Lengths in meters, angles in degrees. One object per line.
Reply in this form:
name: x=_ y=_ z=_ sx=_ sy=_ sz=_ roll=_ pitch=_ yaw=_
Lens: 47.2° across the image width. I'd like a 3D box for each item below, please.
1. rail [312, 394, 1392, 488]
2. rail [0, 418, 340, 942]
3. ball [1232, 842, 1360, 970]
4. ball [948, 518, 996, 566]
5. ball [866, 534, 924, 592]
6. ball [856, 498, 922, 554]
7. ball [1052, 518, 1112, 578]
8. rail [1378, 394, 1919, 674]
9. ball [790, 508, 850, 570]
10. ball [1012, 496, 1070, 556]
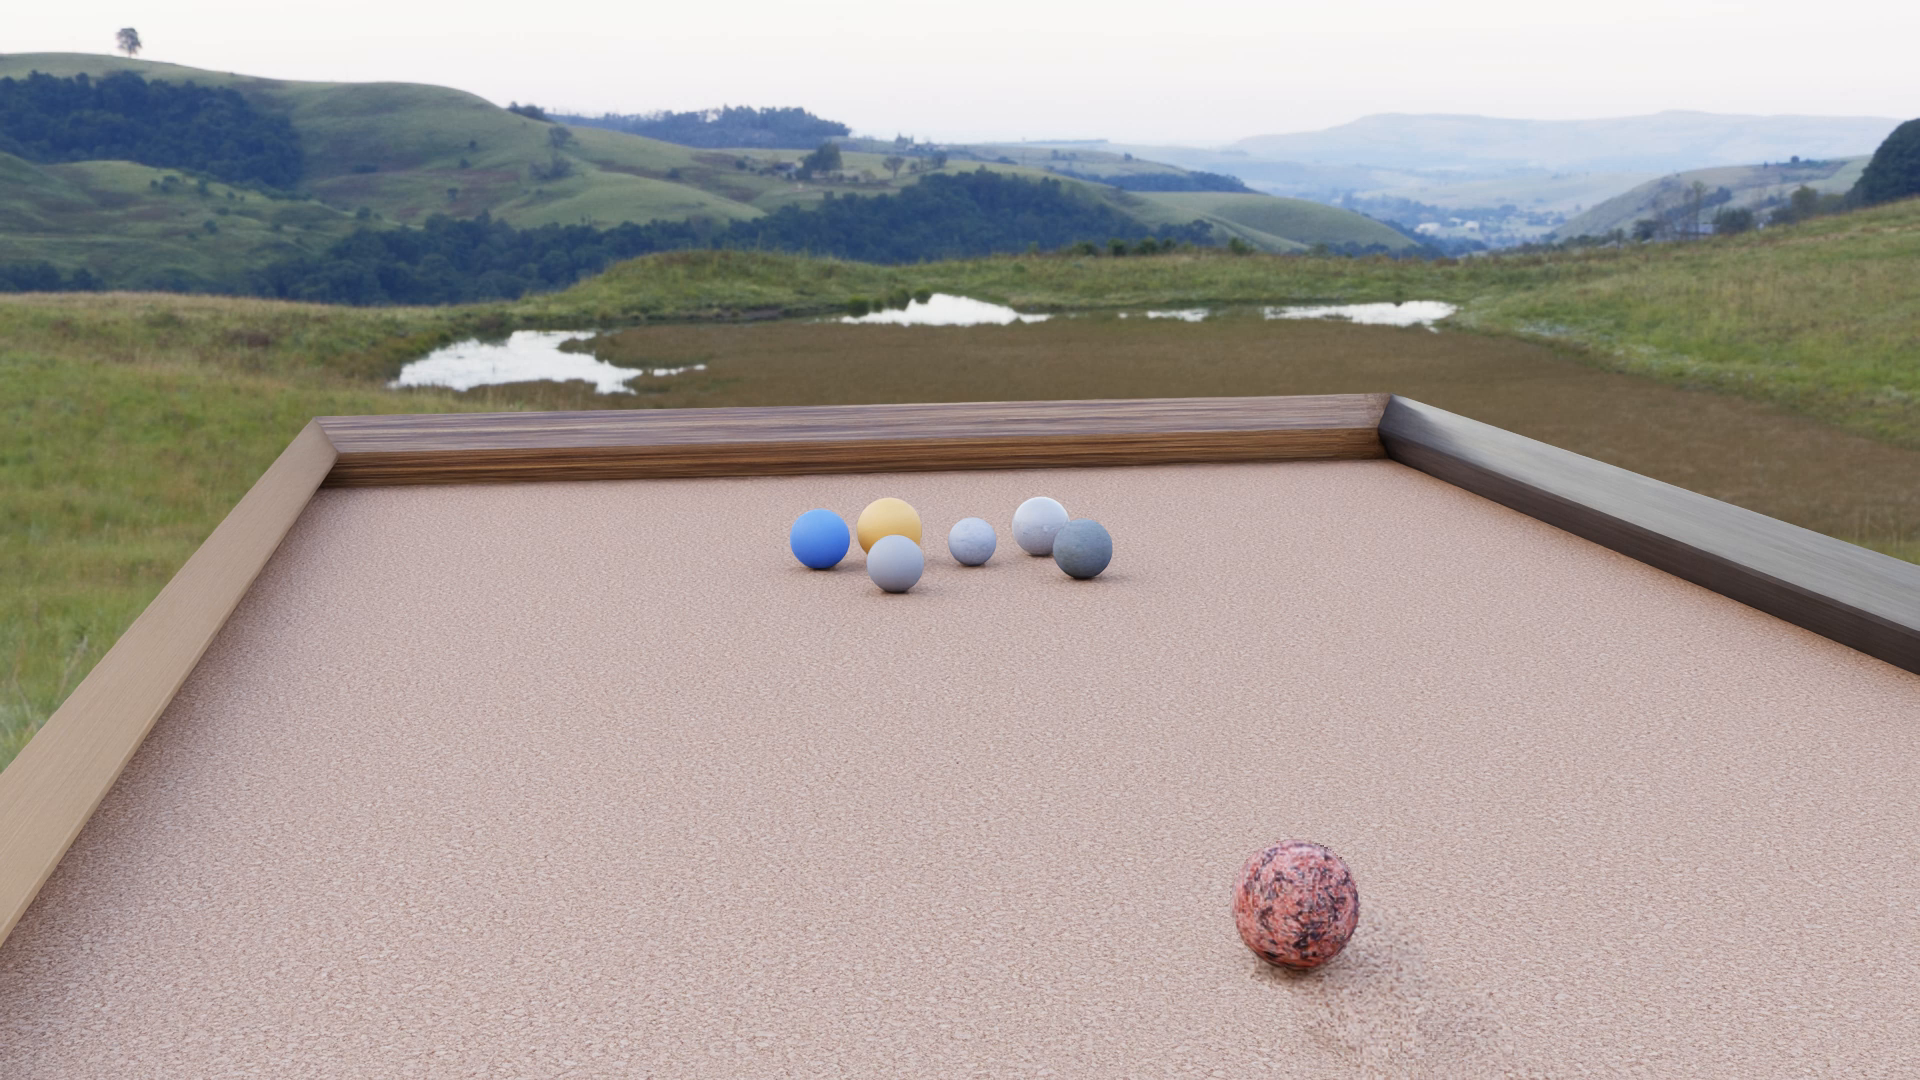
rail: x=-0.151 y=-0.182 z=4.013 sx=1.990 sy=0.125 sz=0.045 roll=-2 pitch=11 yaw=-10
rail: x=-0.802 y=0.176 z=2.123 sx=0.045 sy=0.125 sz=3.613 roll=-2 pitch=11 yaw=-10
ball: x=0.255 y=0.277 z=1.670 sx=0.096 sy=0.096 sz=0.096 roll=0 pitch=11 yaw=0
ball: x=0.018 y=0.002 z=3.190 sx=0.071 sy=0.071 sz=0.071 roll=0 pitch=11 yaw=0
ball: x=-0.089 y=0.032 z=3.009 sx=0.079 sy=0.079 sz=0.079 roll=0 pitch=11 yaw=0
ball: x=-0.103 y=-0.014 z=3.207 sx=0.096 sy=0.096 sz=0.096 roll=0 pitch=11 yaw=0
ball: x=0.173 y=0.012 z=3.098 sx=0.085 sy=0.085 sz=0.085 roll=0 pitch=11 yaw=0
rail: x=1.112 y=0.114 z=2.451 sx=0.045 sy=0.125 sz=3.613 roll=-2 pitch=11 yaw=-10
ball: x=-0.202 y=-0.002 z=3.166 sx=0.087 sy=0.087 sz=0.087 roll=0 pitch=11 yaw=0
ball: x=0.120 y=-0.020 z=3.264 sx=0.087 sy=0.087 sz=0.087 roll=0 pitch=11 yaw=0
